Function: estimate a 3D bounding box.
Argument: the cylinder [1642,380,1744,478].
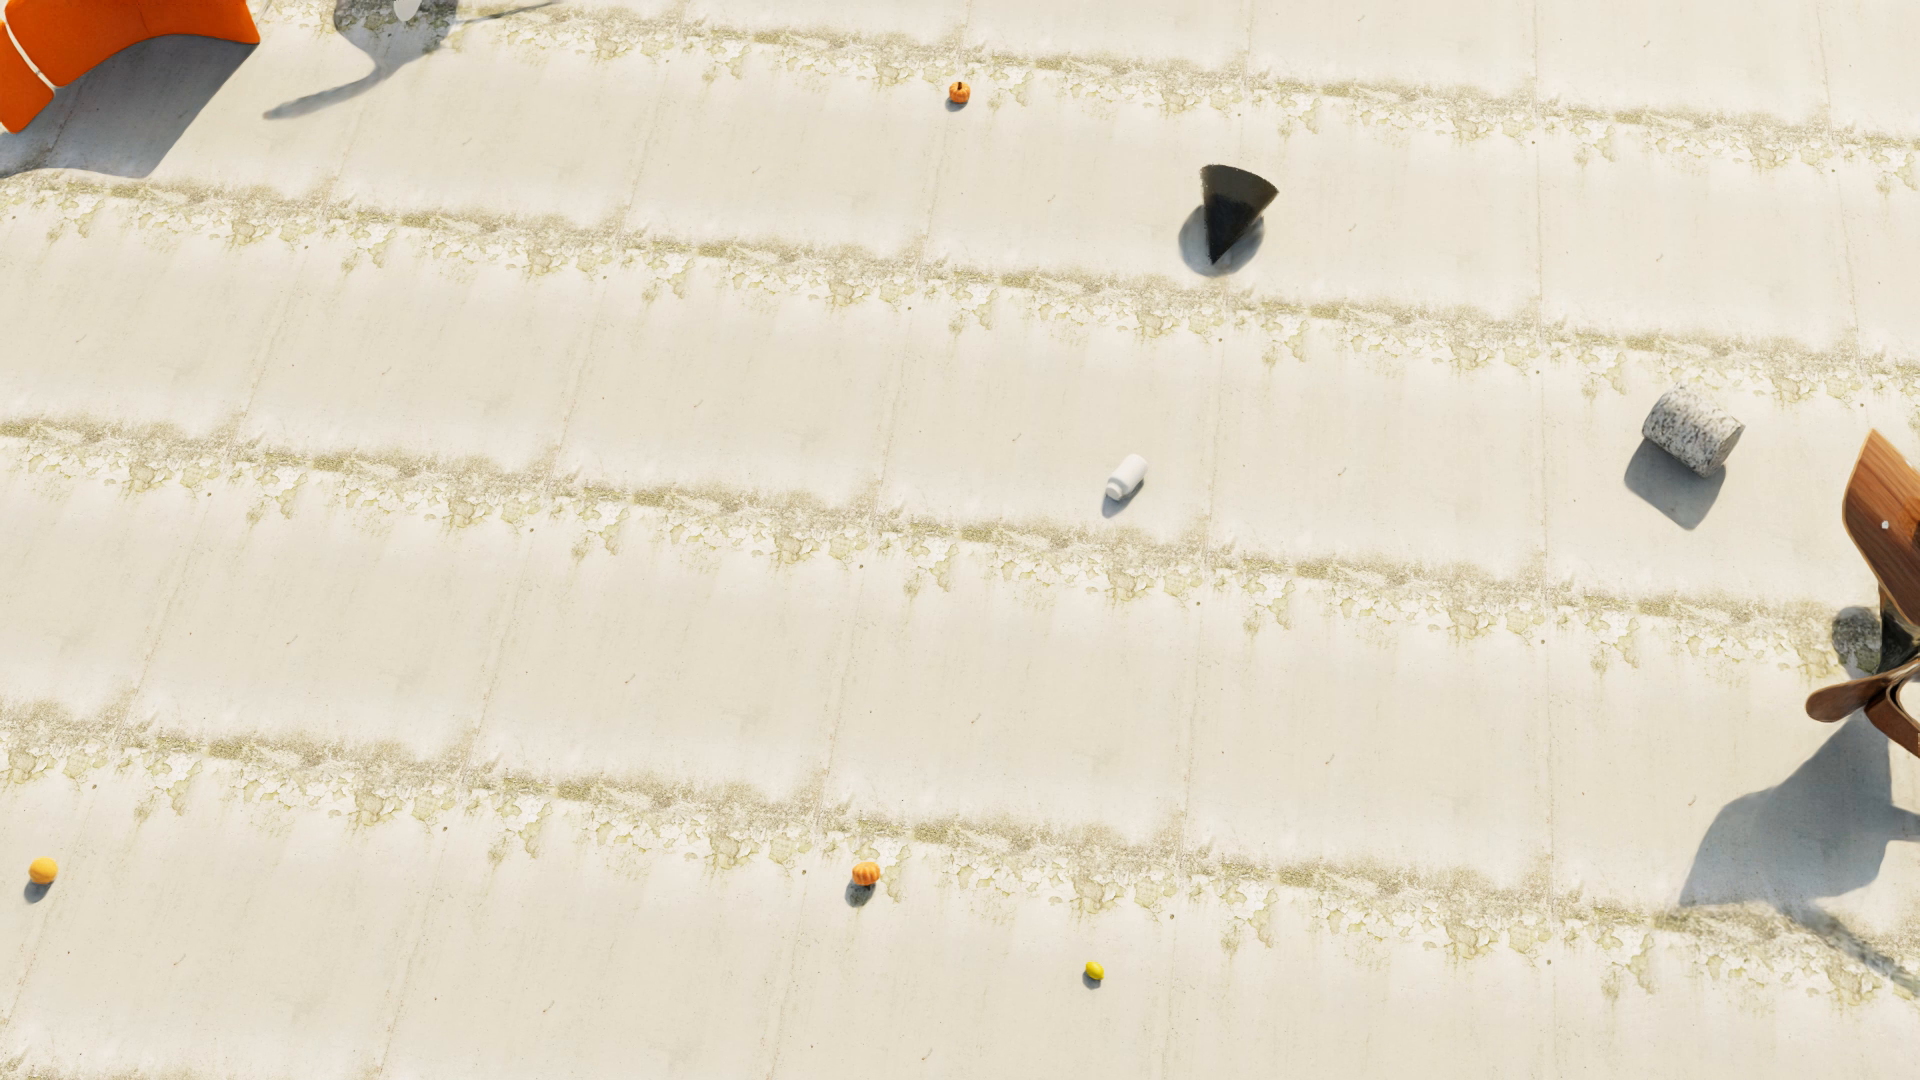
[{"bbox_3d":[2.224,-0.336,6.673,0.185,0.211,0.232,-42,65,-17],"label":"cylinder"}]

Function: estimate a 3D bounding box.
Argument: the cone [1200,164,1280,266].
[{"bbox_3d":[0.869,-1.032,7.191,0.271,0.273,0.297,15,82,28],"label":"cone"}]
